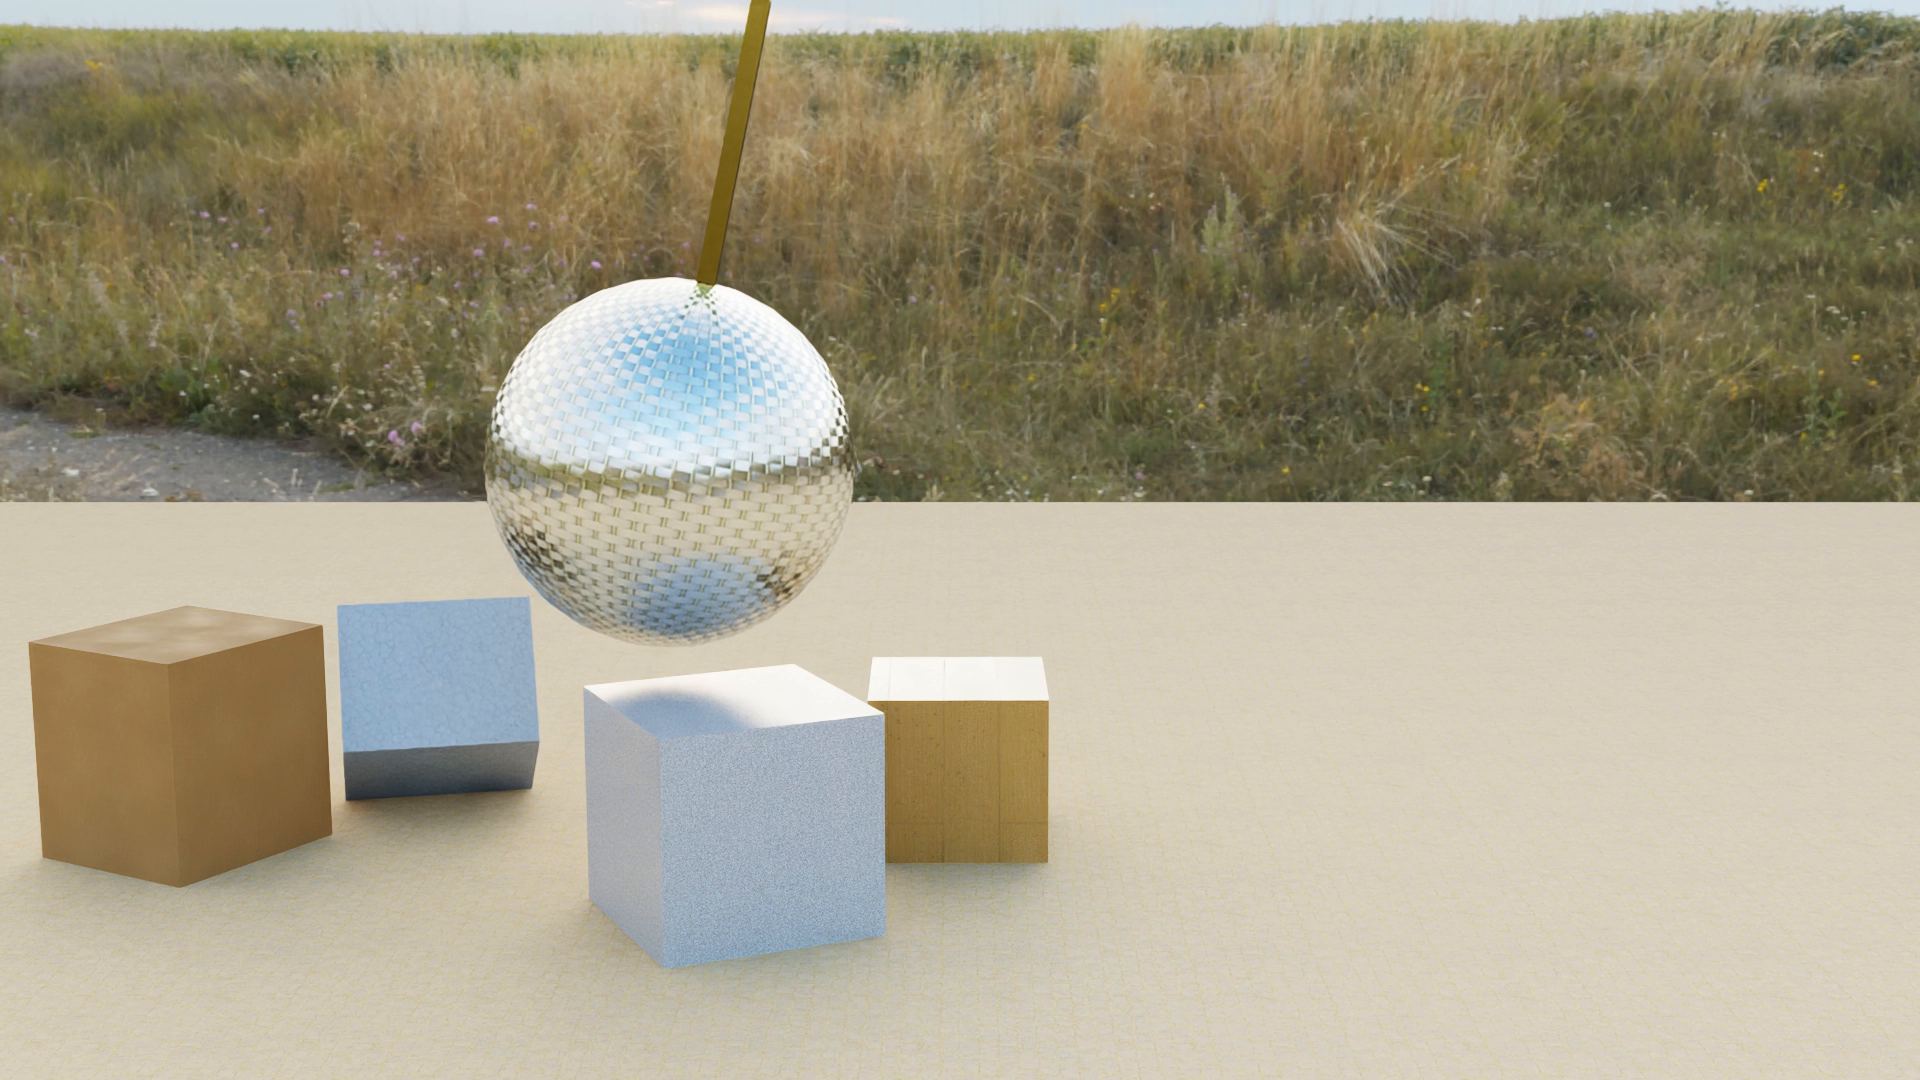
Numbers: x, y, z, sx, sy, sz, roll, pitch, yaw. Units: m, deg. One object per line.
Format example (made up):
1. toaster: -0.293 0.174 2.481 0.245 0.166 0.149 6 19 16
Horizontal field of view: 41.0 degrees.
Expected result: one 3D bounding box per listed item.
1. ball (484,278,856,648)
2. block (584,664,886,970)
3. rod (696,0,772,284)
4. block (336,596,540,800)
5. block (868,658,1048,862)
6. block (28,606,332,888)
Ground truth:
1. ball: -1.253 -0.333 11.120 1.600 1.600 1.600 0 10 0
2. block: -0.954 1.126 10.746 0.962 0.941 0.989 -5 11 -25
3. rod: -0.543 -3.605 10.525 0.080 5.200 0.080 12 10 -2
4. block: -2.536 0.772 12.436 0.902 0.728 0.779 -3 -22 -14
5. block: -0.010 1.008 11.916 0.808 0.753 0.854 0 10 0
6. block: -3.548 0.916 11.728 0.879 1.001 0.931 6 12 30
